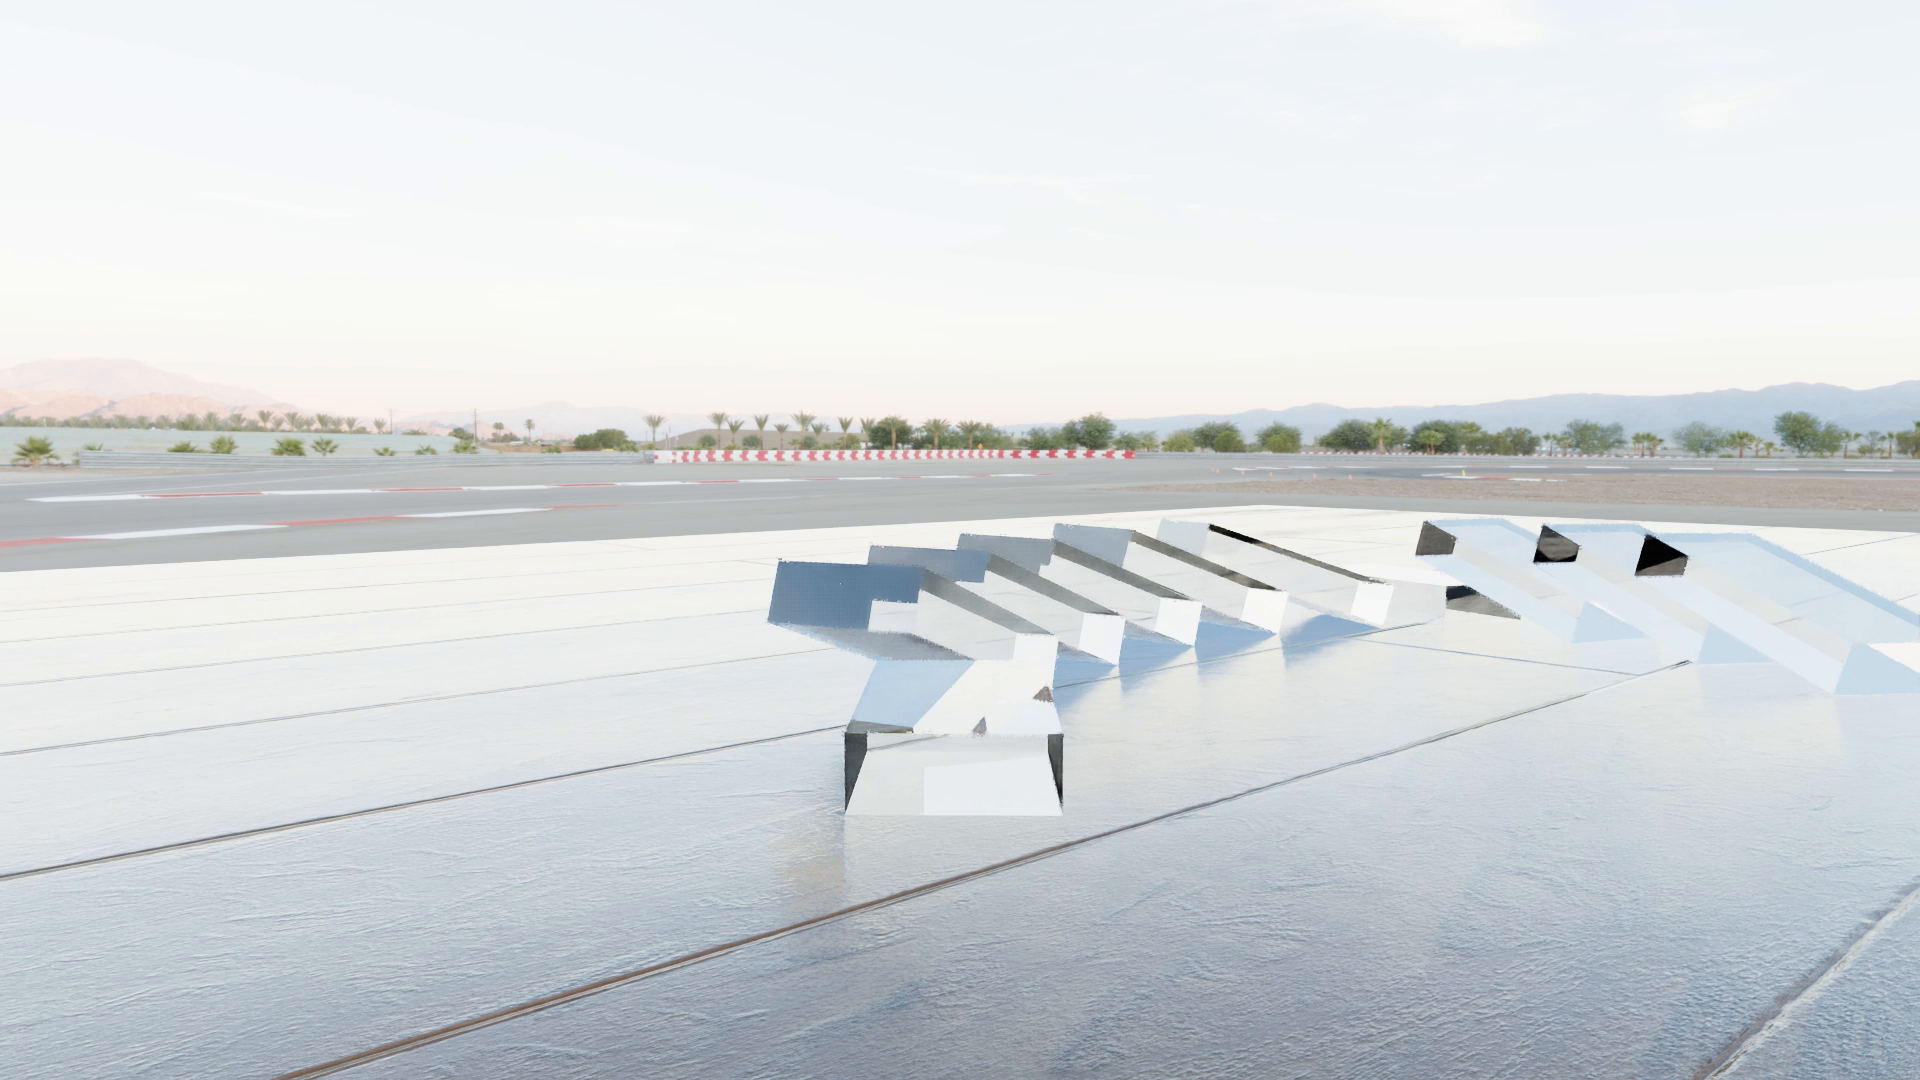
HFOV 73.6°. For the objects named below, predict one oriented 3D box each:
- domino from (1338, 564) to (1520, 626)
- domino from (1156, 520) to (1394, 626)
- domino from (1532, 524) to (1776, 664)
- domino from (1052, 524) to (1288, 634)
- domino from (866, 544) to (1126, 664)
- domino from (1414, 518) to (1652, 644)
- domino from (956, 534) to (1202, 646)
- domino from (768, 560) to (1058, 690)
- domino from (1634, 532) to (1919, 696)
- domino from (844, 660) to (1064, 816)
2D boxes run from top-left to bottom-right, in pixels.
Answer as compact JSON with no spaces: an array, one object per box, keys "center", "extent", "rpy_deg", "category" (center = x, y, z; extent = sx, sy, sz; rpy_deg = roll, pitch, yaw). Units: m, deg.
[{"center":[0.113,0.013,0.327],"extent":[0.025,0.009,0.050],"rpy_deg":[-2,5,-26],"category":"domino"},{"center":[0.073,0.007,0.303],"extent":[0.050,0.009,0.025],"rpy_deg":[18,-2,-17],"category":"domino"},{"center":[0.148,0.010,0.270],"extent":[0.025,0.009,0.050],"rpy_deg":[0,22,-14],"category":"domino"},{"center":[0.046,0.009,0.285],"extent":[0.050,0.010,0.025],"rpy_deg":[20,-8,-34],"category":"domino"},{"center":[0.007,0.012,0.235],"extent":[0.025,0.009,0.050],"rpy_deg":[3,-13,35],"category":"domino"},{"center":[0.133,0.008,0.298],"extent":[0.025,0.010,0.050],"rpy_deg":[-2,22,-23],"category":"domino"},{"center":[0.025,0.010,0.262],"extent":[0.025,0.010,0.050],"rpy_deg":[4,-13,45],"category":"domino"},{"center":[-0.006,0.014,0.207],"extent":[0.025,0.010,0.050],"rpy_deg":[2,-14,28],"category":"domino"},{"center":[0.154,0.012,0.239],"extent":[0.025,0.009,0.050],"rpy_deg":[0,22,-12],"category":"domino"},{"center":[0.000,0.025,0.172],"extent":[0.025,0.009,0.050],"rpy_deg":[0,4,1],"category":"domino"}]
